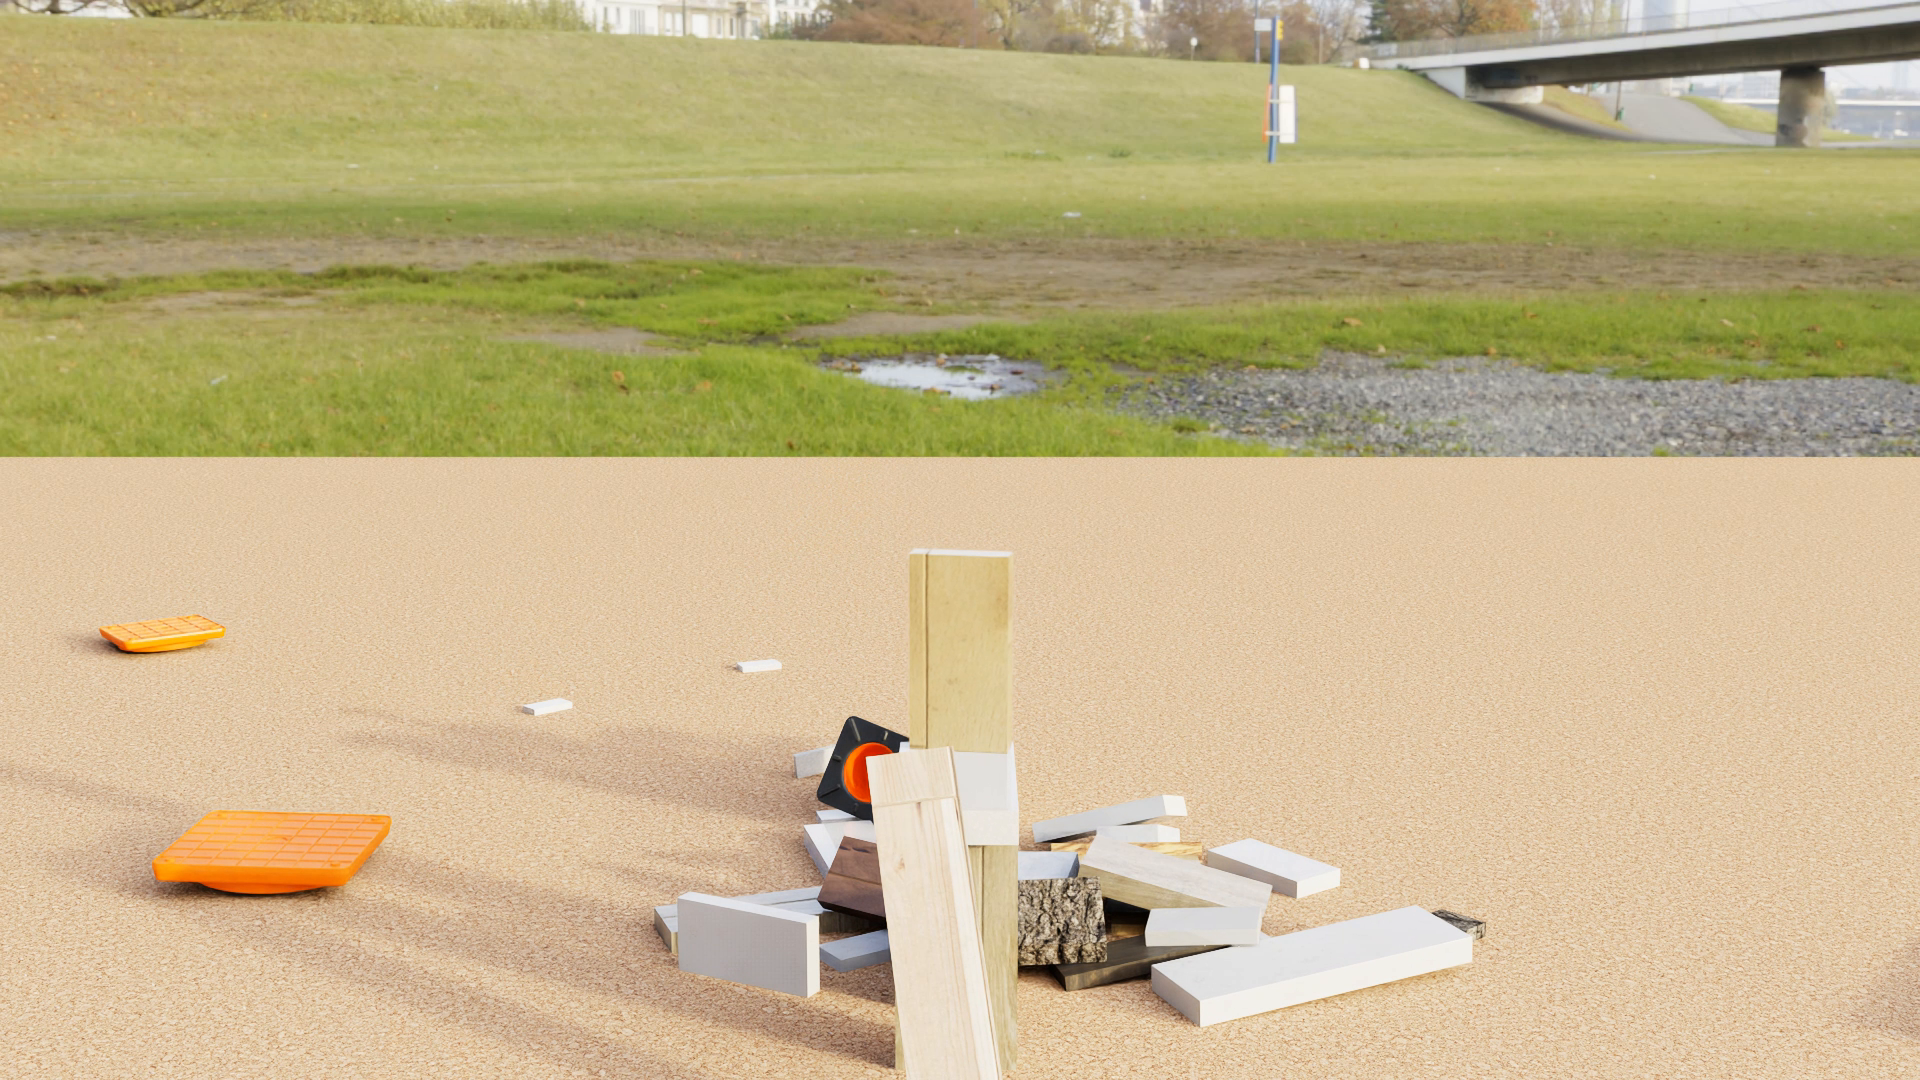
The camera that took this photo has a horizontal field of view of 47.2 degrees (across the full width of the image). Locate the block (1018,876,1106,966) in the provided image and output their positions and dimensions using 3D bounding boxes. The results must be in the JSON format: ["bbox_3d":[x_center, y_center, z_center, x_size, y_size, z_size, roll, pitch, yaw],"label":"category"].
[{"bbox_3d":[0.074,0.579,3.329,0.285,0.040,0.143,-3,33,0],"label":"block"}]

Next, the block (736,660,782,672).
[{"bbox_3d":[-0.476,0.298,5.205,0.095,0.014,0.048,-5,11,-24],"label":"block"}]

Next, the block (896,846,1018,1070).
[{"bbox_3d":[-0.005,0.552,2.972,0.164,0.328,0.047,0,11,0],"label":"block"}]

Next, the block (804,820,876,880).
[{"bbox_3d":[-0.190,0.544,3.822,0.121,0.034,0.243,-3,11,-14],"label":"block"}]

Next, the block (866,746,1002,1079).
[{"bbox_3d":[-0.028,0.526,2.766,0.115,0.556,0.033,-7,-29,-4],"label":"block"}]

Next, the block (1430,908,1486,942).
[{"bbox_3d":[0.739,0.619,3.445,0.168,0.024,0.084,-10,14,-42],"label":"block"}]

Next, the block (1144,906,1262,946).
[{"bbox_3d":[0.370,0.586,3.336,0.168,0.024,0.084,-4,14,13],"label":"block"}]

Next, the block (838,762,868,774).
[{"bbox_3d":[-0.232,0.448,4.396,0.095,0.013,0.047,7,13,34],"label":"block"}]

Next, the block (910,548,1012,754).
[{"bbox_3d":[0.001,0.159,3.150,0.143,0.285,0.040,2,10,10],"label":"block"}]

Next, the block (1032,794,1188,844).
[{"bbox_3d":[0.261,0.488,3.834,0.243,0.034,0.122,-15,-13,20],"label":"block"}]

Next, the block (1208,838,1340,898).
[{"bbox_3d":[0.534,0.559,3.753,0.105,0.030,0.210,-8,13,-38],"label":"block"}]

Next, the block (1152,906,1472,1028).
[{"bbox_3d":[0.525,0.630,3.271,0.468,0.040,0.143,-8,14,-23],"label":"block"}]

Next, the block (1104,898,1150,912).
[{"bbox_3d":[0.192,0.578,3.638,0.252,0.036,0.126,0,11,-2],"label":"block"}]

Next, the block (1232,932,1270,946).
[{"bbox_3d":[0.397,0.630,3.387,0.168,0.024,0.084,-5,11,-23],"label":"block"}]

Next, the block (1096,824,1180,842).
[{"bbox_3d":[0.309,0.511,3.792,0.105,0.030,0.210,-4,-10,15],"label":"block"}]

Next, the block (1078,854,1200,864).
[{"bbox_3d":[0.291,0.549,3.614,0.210,0.030,0.105,0,11,-1],"label":"block"}]

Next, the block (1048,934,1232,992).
[{"bbox_3d":[0.271,0.626,3.318,0.264,0.024,0.084,-10,14,-14],"label":"block"}]

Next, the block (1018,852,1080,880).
[{"bbox_3d":[0.033,0.553,3.505,0.293,0.041,0.146,-2,24,18],"label":"block"}]

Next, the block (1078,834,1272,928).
[{"bbox_3d":[0.340,0.548,3.478,0.292,0.041,0.146,15,14,11],"label":"block"}]

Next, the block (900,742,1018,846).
[{"bbox_3d":[-0.005,0.348,3.046,0.164,0.047,0.329,0,11,0],"label":"block"}]

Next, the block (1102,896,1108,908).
[{"bbox_3d":[0.184,0.552,3.549,0.116,0.058,0.016,14,10,18],"label":"block"}]

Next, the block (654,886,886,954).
[{"bbox_3d":[-0.302,0.601,3.515,0.352,0.034,0.121,-4,11,-20],"label":"block"}]

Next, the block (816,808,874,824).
[{"bbox_3d":[-0.207,0.511,4.052,0.108,0.015,0.054,-3,11,-14],"label":"block"}]

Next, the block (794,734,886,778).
[{"bbox_3d":[-0.236,0.427,4.352,0.190,0.047,0.013,-12,19,-21],"label":"block"}]

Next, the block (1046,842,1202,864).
[{"bbox_3d":[0.276,0.537,3.732,0.252,0.036,0.126,0,-12,-2],"label":"block"}]

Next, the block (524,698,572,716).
[{"bbox_3d":[-0.906,0.367,4.835,0.095,0.014,0.048,-10,14,-42],"label":"block"}]

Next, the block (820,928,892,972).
[{"bbox_3d":[-0.139,0.631,3.391,0.147,0.021,0.073,-7,13,-33],"label":"block"}]

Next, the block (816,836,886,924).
[{"bbox_3d":[-0.098,0.547,3.461,0.230,0.115,0.033,10,-30,24],"label":"block"}]

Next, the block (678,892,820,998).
[{"bbox_3d":[-0.317,0.603,3.284,0.230,0.115,0.033,6,12,28],"label":"block"}]

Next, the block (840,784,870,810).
[{"bbox_3d":[-0.197,0.488,4.176,0.054,0.015,0.108,0,11,0],"label":"block"}]

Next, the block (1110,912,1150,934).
[{"bbox_3d":[0.299,0.612,3.508,0.116,0.016,0.058,0,11,2],"label":"block"}]
